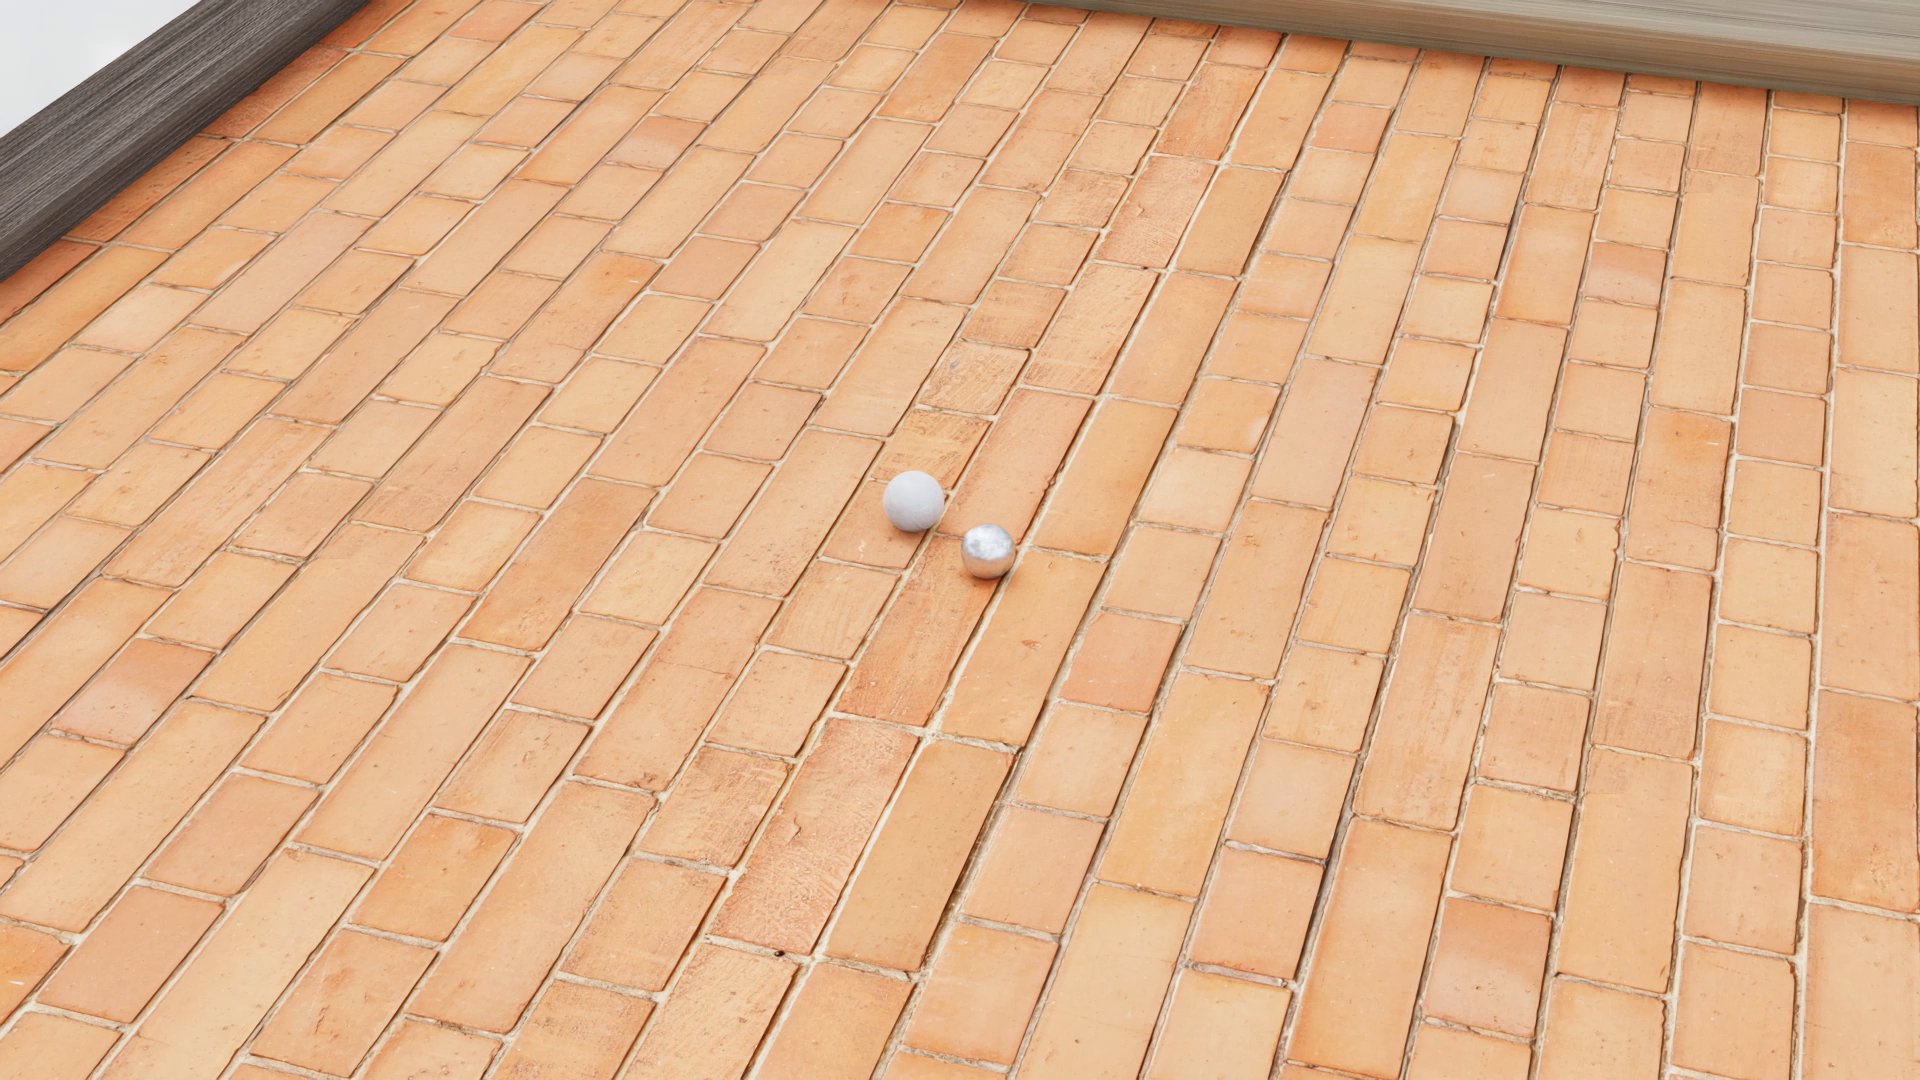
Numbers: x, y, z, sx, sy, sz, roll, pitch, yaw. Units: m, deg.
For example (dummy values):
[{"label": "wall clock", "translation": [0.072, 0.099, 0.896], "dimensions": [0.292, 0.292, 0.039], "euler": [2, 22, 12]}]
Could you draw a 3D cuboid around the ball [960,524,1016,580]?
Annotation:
[{"label": "ball", "translation": [0.022, 0.009, 2.020], "dimensions": [0.044, 0.044, 0.044], "euler": [0, 34, 0]}]

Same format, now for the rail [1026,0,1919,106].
[{"label": "rail", "translation": [1.300, -0.466, 2.654], "dimensions": [4.055, 0.129, 0.045], "euler": [10, 35, 14]}]

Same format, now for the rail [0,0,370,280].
[{"label": "rail", "translation": [-0.946, -0.197, 2.250], "dimensions": [0.045, 0.129, 2.299], "euler": [10, 35, 14]}]

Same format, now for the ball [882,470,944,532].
[{"label": "ball", "translation": [-0.038, -0.031, 2.075], "dimensions": [0.050, 0.050, 0.050], "euler": [0, 34, 0]}]
